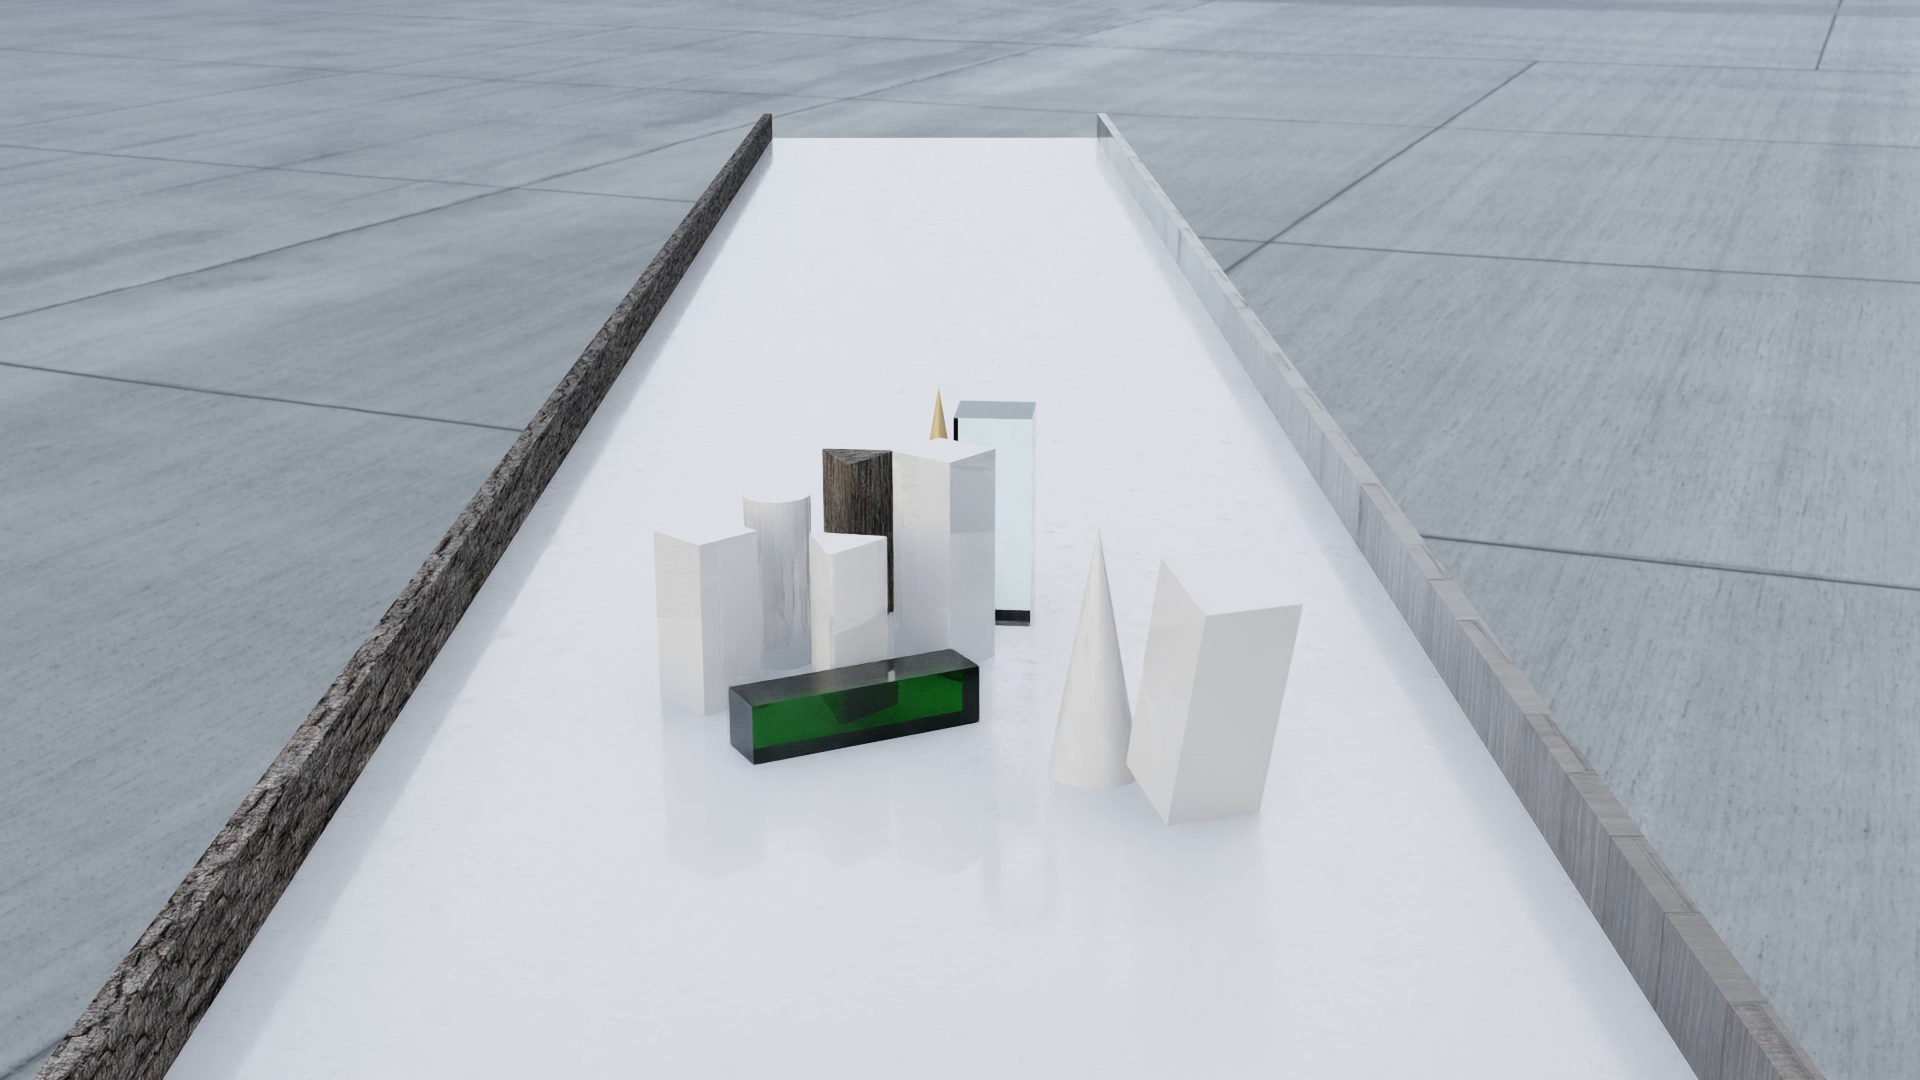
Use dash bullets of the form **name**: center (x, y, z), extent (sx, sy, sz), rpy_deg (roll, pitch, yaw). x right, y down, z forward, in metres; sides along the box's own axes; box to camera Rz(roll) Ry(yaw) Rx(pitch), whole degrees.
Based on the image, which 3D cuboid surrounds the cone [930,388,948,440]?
- **cone**: center (-0.047, -0.122, 4.855), extent (0.152, 0.446, 0.152), rpy_deg (0, 17, 0)

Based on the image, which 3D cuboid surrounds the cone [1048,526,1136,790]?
- **cone**: center (0.236, 0.189, 3.799), extent (0.166, 0.451, 0.166), rpy_deg (0, 17, 0)

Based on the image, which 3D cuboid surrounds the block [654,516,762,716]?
- **block**: center (-0.476, 0.143, 4.158), extent (0.137, 0.335, 0.137), rpy_deg (-16, 23, -42)

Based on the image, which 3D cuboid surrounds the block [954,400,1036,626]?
- **block**: center (0.074, -0.057, 4.636), extent (0.162, 0.446, 0.162), rpy_deg (1, 17, 5)

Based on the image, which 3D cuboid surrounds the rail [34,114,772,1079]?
- **rail**: center (-1.118, -0.838, 7.780), extent (0.050, 0.150, 12.000), rpy_deg (0, 17, -1)

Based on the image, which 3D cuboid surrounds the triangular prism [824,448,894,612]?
- **triangular prism**: center (-0.237, -0.012, 4.648), extent (0.127, 0.354, 0.147), rpy_deg (12, 20, 34)

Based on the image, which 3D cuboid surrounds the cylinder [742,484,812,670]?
- **cylinder**: center (-0.361, 0.074, 4.373), extent (0.134, 0.345, 0.134), rpy_deg (0, 17, 0)

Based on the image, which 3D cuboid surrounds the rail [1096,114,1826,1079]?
- **rail**: center (0.932, -0.844, 7.801), extent (0.050, 0.150, 12.000), rpy_deg (0, 17, -1)

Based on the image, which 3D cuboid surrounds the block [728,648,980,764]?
- **block**: center (-0.190, 0.301, 4.019), extent (0.452, 0.111, 0.111), rpy_deg (-8, 19, -26)

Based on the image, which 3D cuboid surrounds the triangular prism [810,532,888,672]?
- **triangular prism**: center (-0.235, 0.150, 4.163), extent (0.129, 0.318, 0.149), rpy_deg (14, 22, 40)

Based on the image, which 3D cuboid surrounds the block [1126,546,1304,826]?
- **block**: center (0.414, 0.242, 3.624), extent (0.172, 0.419, 0.172), rpy_deg (-6, 34, -19)

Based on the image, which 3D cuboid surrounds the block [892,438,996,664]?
- **block**: center (-0.031, 0.030, 4.367), extent (0.143, 0.432, 0.143), rpy_deg (13, 21, 37)
